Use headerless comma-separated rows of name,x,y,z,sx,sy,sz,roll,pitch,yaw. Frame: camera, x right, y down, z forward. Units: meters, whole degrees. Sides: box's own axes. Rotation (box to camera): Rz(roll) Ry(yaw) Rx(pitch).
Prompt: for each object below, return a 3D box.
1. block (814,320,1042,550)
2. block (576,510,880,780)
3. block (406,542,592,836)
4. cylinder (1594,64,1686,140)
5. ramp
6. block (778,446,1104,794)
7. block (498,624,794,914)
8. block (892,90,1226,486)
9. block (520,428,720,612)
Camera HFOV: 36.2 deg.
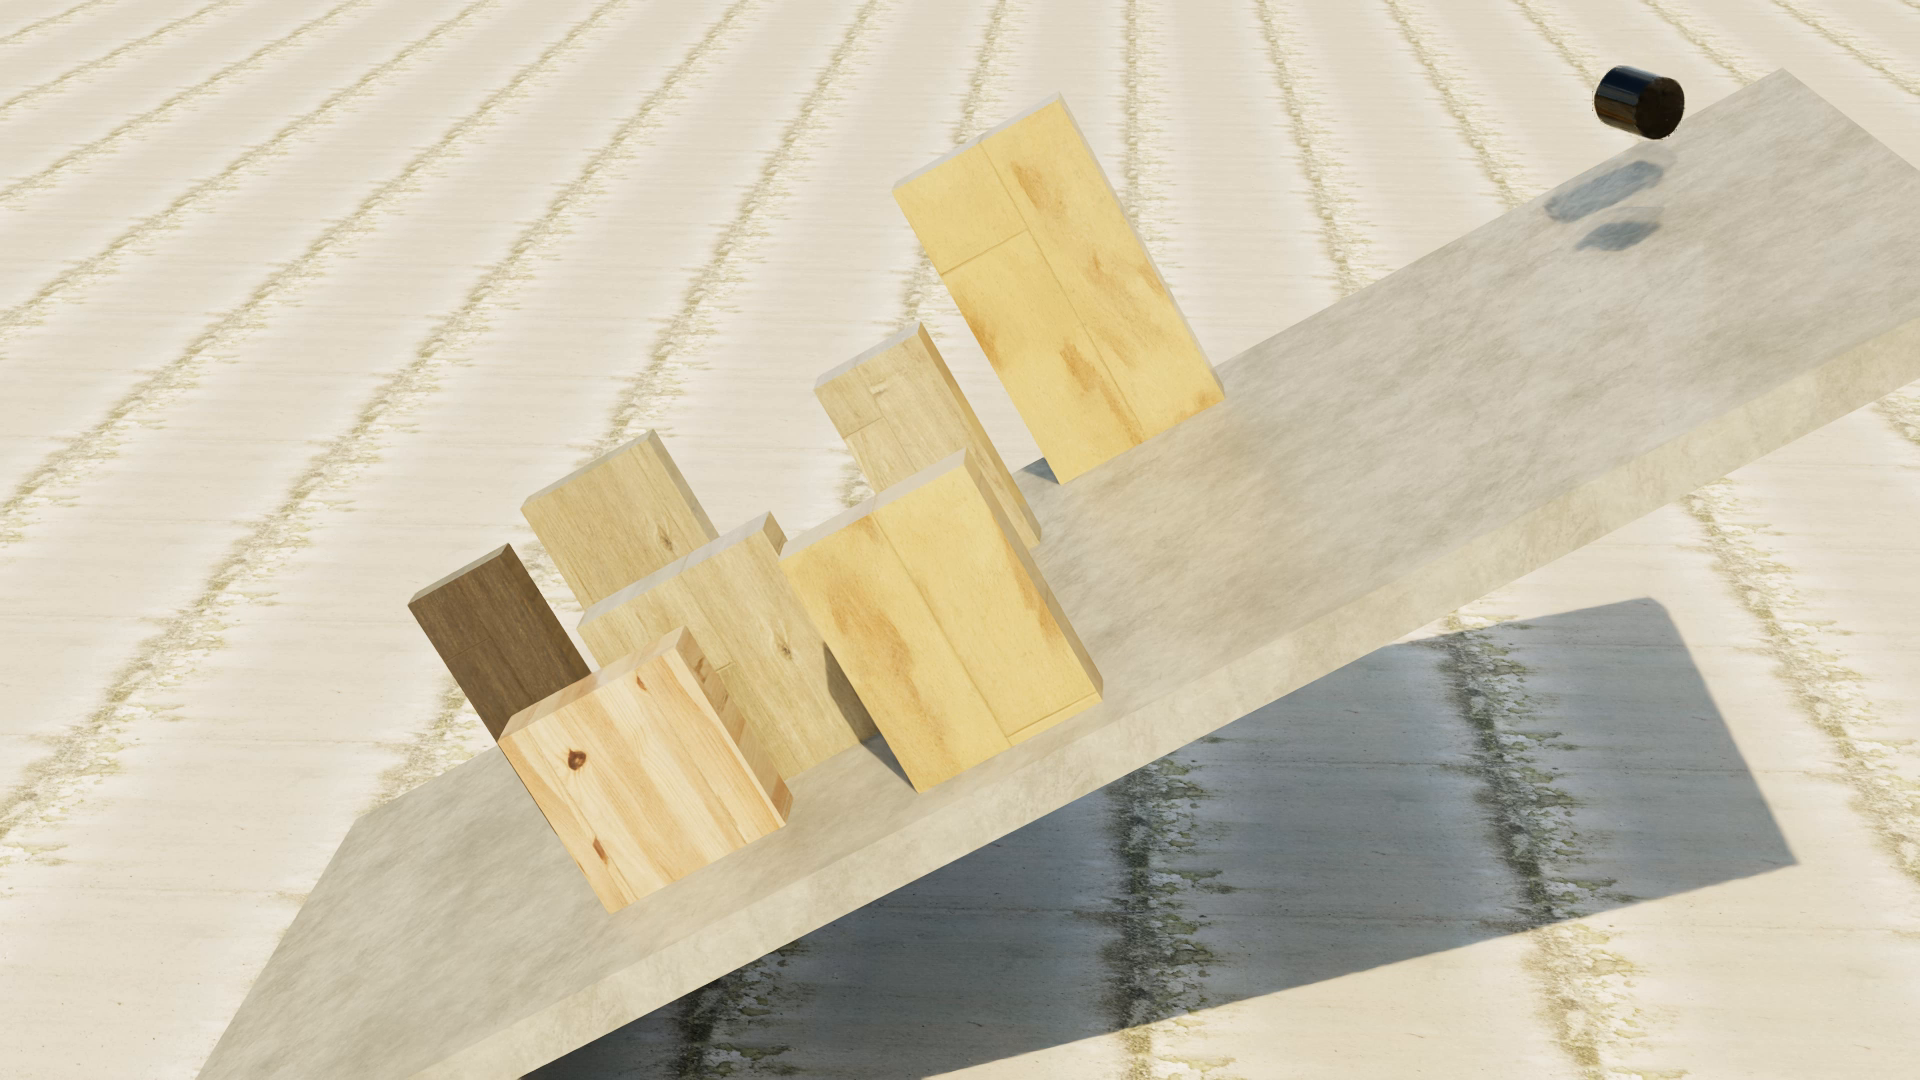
block,-0.069,-0.179,6.561,0.265,0.550,0.116,-28,15,12
block,-0.458,0.261,5.984,0.439,0.484,0.127,-28,15,12
block,-0.935,0.329,6.442,0.243,0.615,0.081,-28,15,12
cylinder,1.352,-0.871,5.849,0.125,0.125,0.125,-9,24,-26
ramp,0.142,0.167,6.283,4.000,0.100,2.000,-28,15,12
block,-0.032,0.151,5.433,0.390,0.518,0.114,-28,15,12
block,-0.615,0.452,5.784,0.407,0.418,0.136,-28,15,12
block,0.232,-0.578,6.807,0.435,0.796,0.116,-28,15,12
block,-0.711,0.086,6.848,0.346,0.601,0.094,-28,15,12
